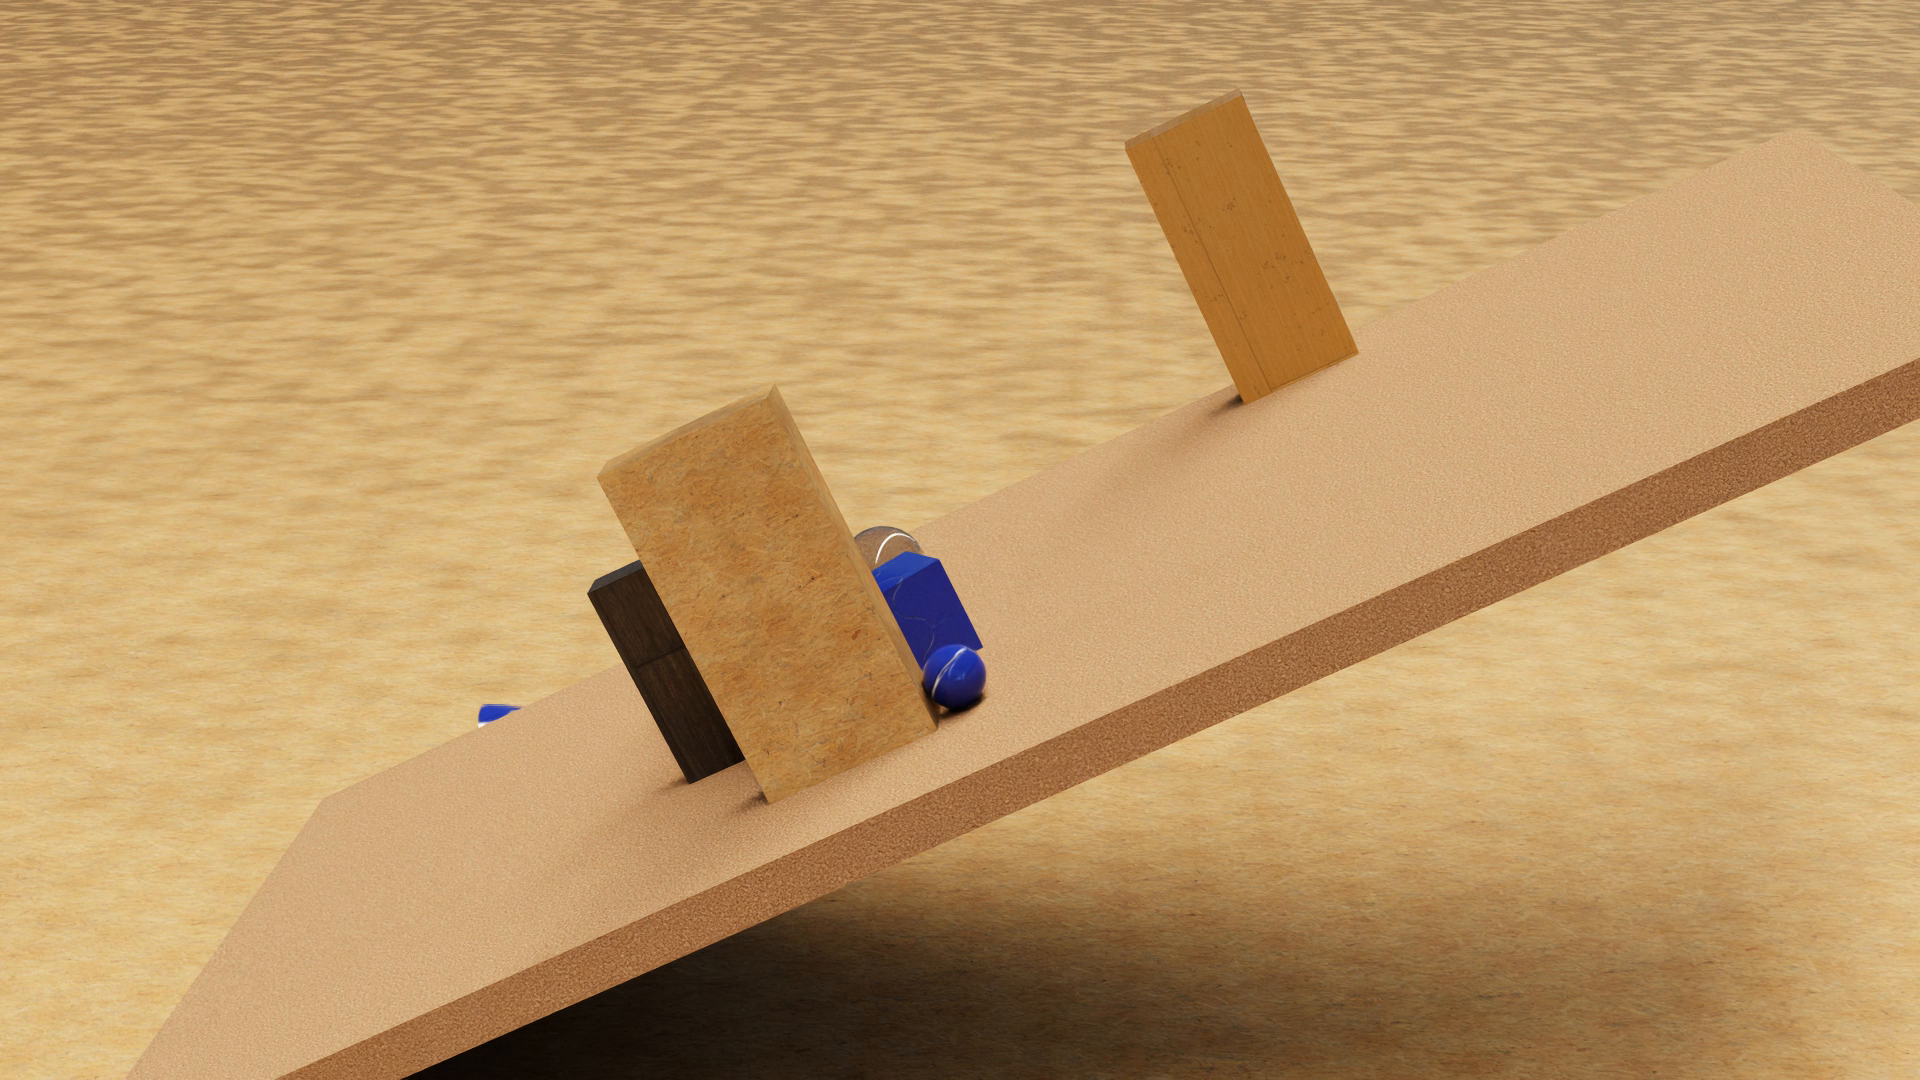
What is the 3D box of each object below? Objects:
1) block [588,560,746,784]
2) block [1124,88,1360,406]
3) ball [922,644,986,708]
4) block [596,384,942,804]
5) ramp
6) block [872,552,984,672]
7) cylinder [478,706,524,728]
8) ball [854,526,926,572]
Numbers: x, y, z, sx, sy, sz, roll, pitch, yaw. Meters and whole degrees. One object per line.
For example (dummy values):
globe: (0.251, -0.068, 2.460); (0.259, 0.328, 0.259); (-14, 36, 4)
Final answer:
block: (-0.470, 0.209, 6.064); (0.421, 0.457, 0.101); (-24, 13, 9)
block: (0.657, -0.682, 6.855); (0.292, 0.664, 0.136); (-24, 13, 9)
ball: (-0.010, 0.265, 5.705); (0.125, 0.125, 0.125); (0, 16, 0)
block: (-0.361, 0.107, 5.660); (0.363, 0.726, 0.125); (-24, 13, 9)
ramp: (0.137, 0.168, 6.282); (4.000, 0.100, 2.000); (-24, 13, 9)
block: (-0.119, 0.172, 6.083); (0.208, 0.208, 0.208); (-30, 14, -15)
cylinder: (-1.237, 0.532, 8.067); (0.149, 0.149, 0.149); (0, 16, 0)
ball: (-0.172, 0.068, 6.596); (0.200, 0.200, 0.200); (0, 16, 0)
